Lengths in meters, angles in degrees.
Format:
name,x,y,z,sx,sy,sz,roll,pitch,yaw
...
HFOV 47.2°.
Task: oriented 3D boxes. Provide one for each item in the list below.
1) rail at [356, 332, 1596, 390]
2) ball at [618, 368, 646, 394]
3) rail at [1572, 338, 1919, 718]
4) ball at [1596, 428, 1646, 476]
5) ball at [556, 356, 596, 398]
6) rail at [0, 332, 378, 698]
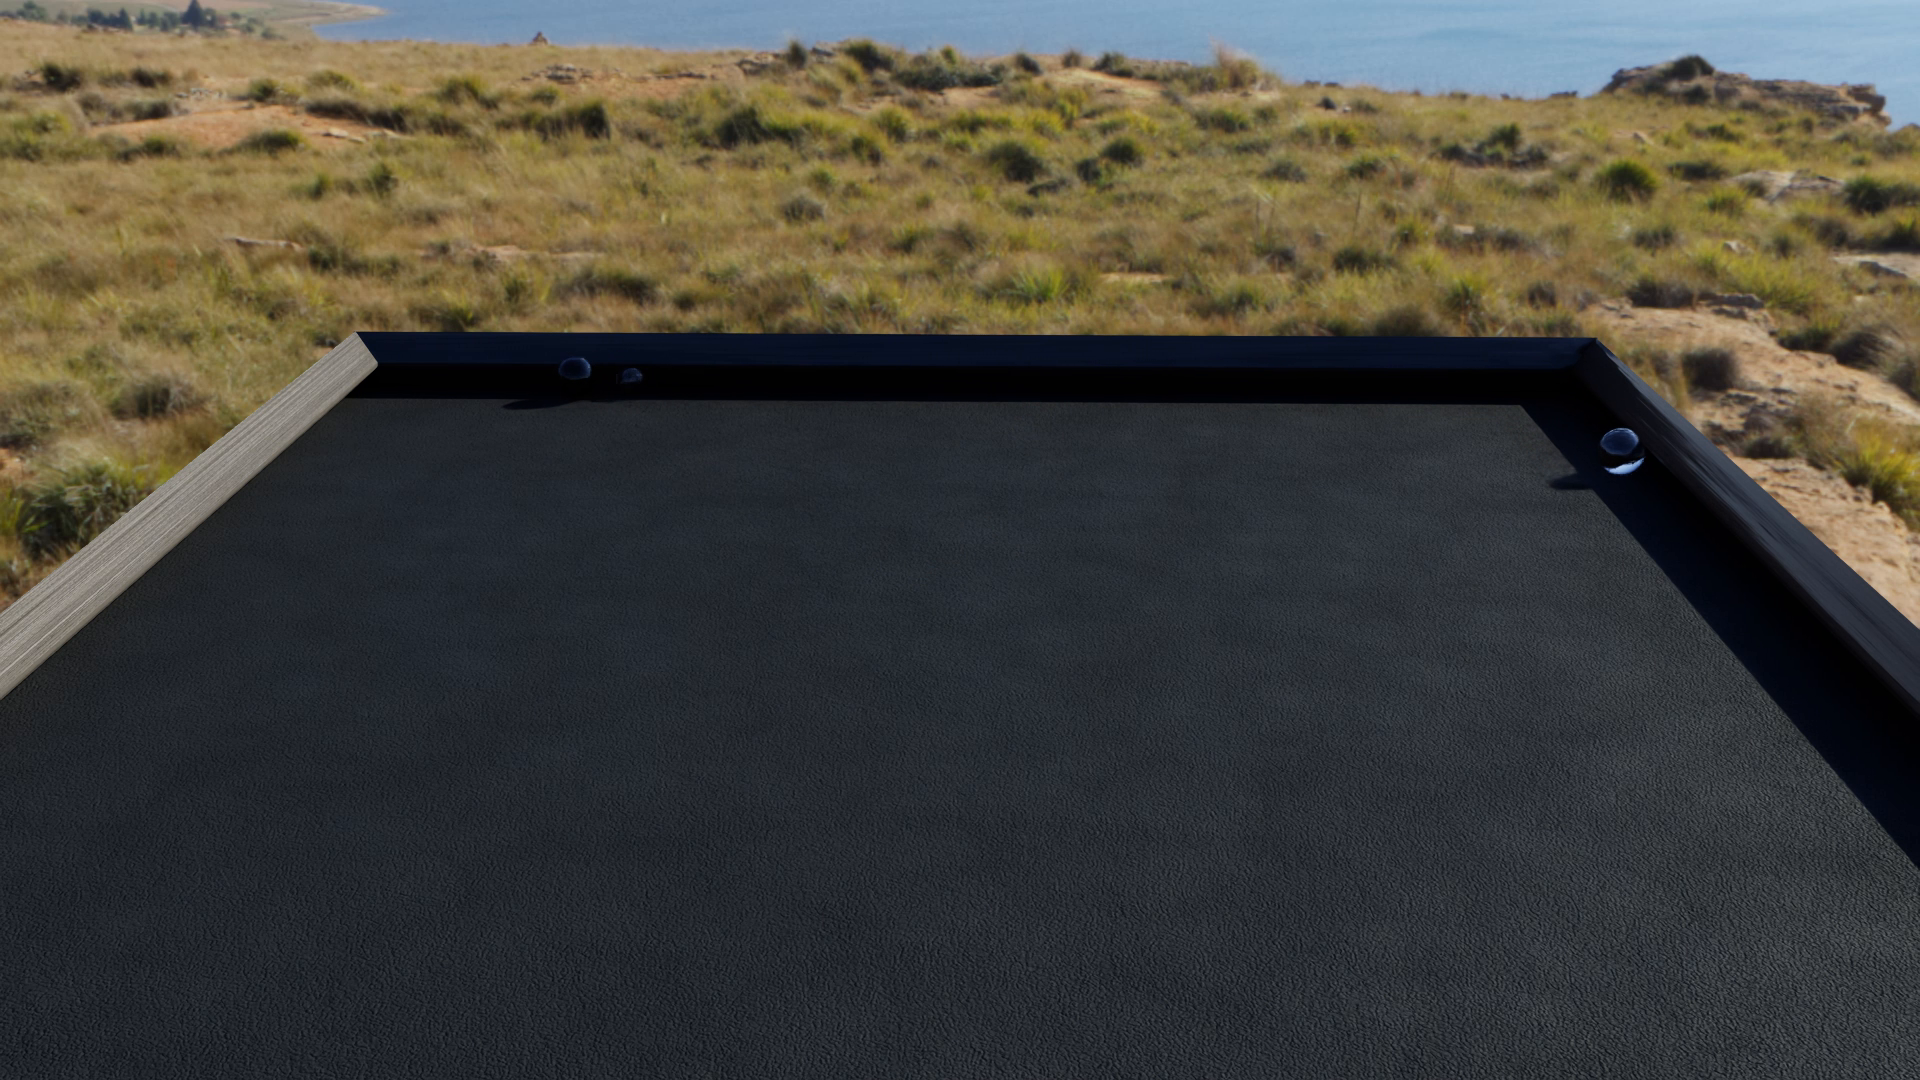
name,x,y,z,sx,sy,sz,roll,pitch,yaw
rail,0.018,-0.269,3.369,1.909,0.082,0.045,0,18,1
ball,-0.500,-0.243,3.354,0.042,0.042,0.042,0,18,0
rail,0.912,0.254,1.792,0.045,0.082,3.332,0,18,1
ball,0.886,-0.118,2.946,0.063,0.063,0.063,0,18,0
ball,-0.582,-0.247,3.335,0.062,0.062,0.062,0,18,0
rail,-0.949,0.241,1.830,0.045,0.082,3.332,0,18,1
